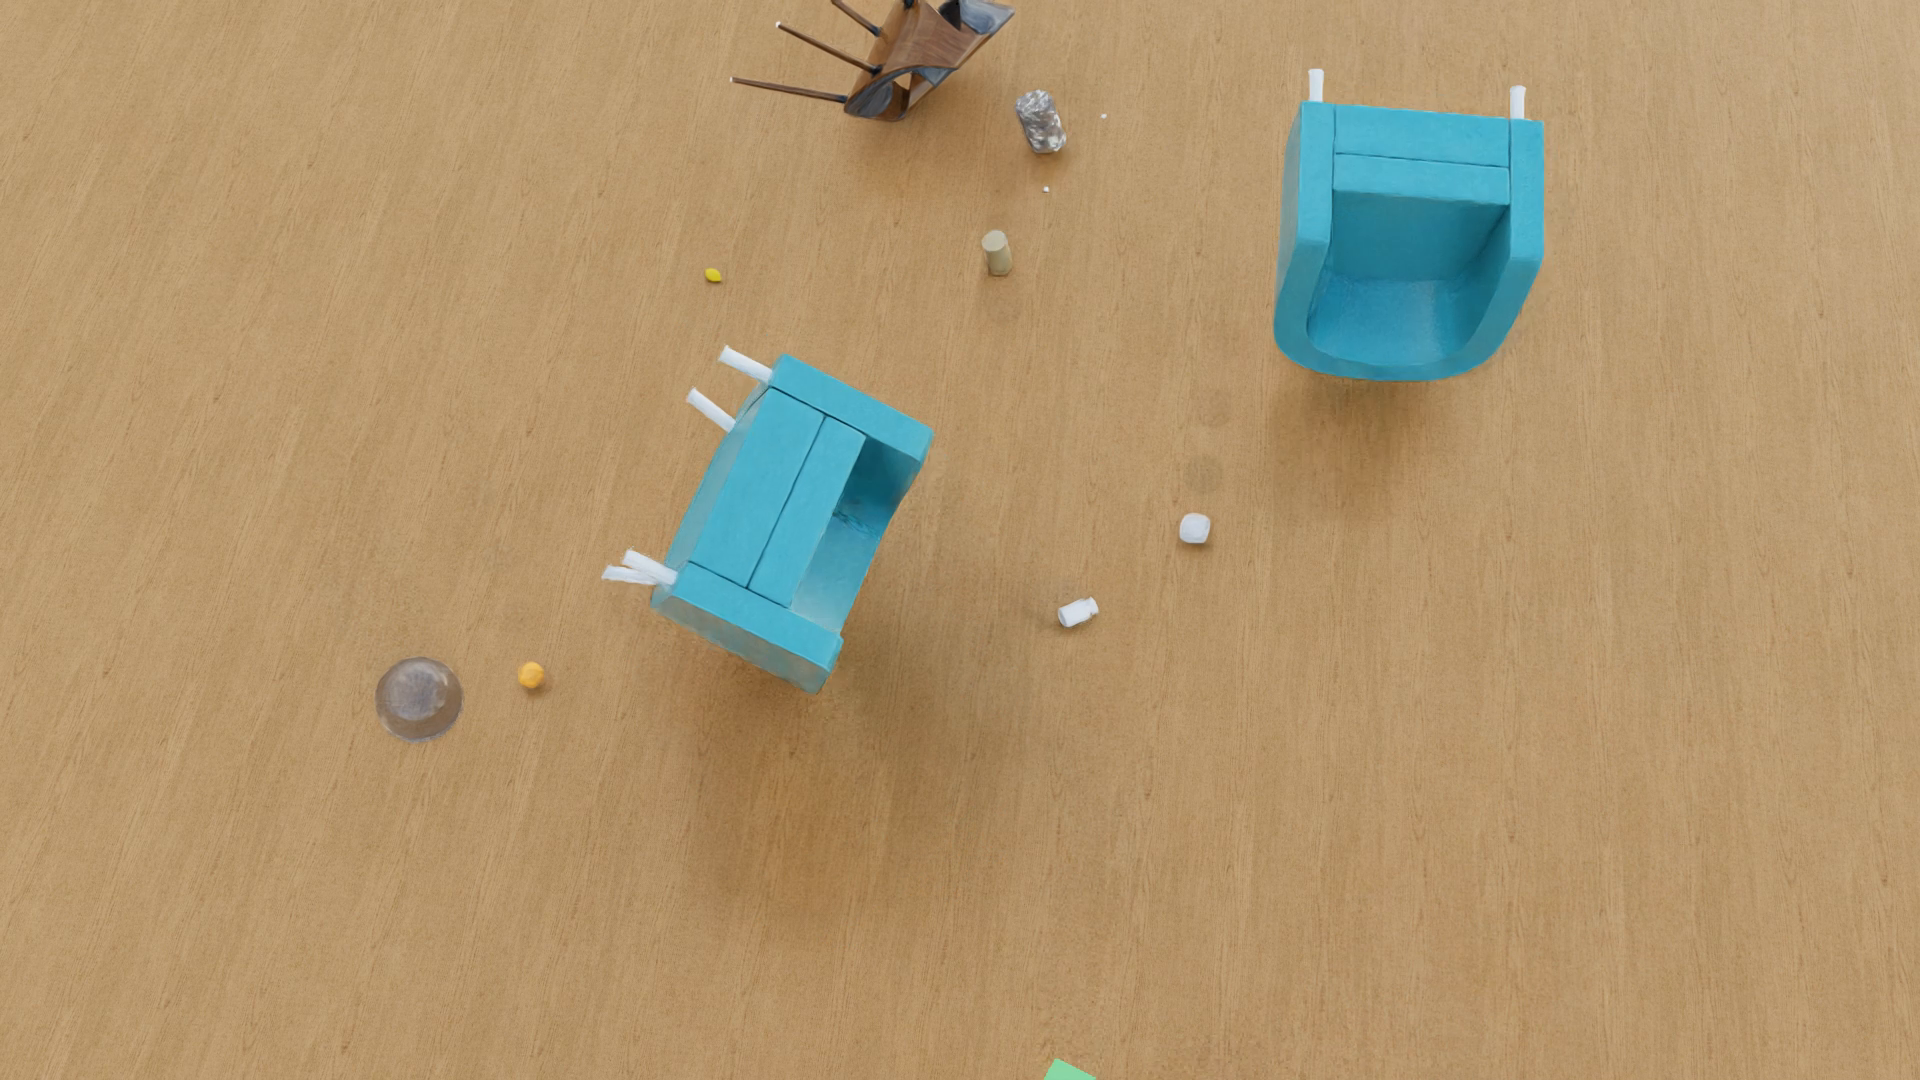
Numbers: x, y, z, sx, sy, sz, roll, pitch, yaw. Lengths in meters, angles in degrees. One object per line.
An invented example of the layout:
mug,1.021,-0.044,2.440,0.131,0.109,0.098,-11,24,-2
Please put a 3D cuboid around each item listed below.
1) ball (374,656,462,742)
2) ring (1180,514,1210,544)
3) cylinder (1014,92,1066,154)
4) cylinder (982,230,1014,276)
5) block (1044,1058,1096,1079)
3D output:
ball,-1.509,0.443,6.133,0.239,0.239,0.239,0,56,0
ring,0.699,-0.035,6.541,0.074,0.083,0.121,9,25,17
cylinder,0.272,-1.403,7.389,0.134,0.172,0.113,12,54,35
cylinder,0.121,-0.928,7.118,0.083,0.107,0.096,-8,48,9
block,0.249,1.420,5.513,0.112,0.148,0.156,23,52,15
